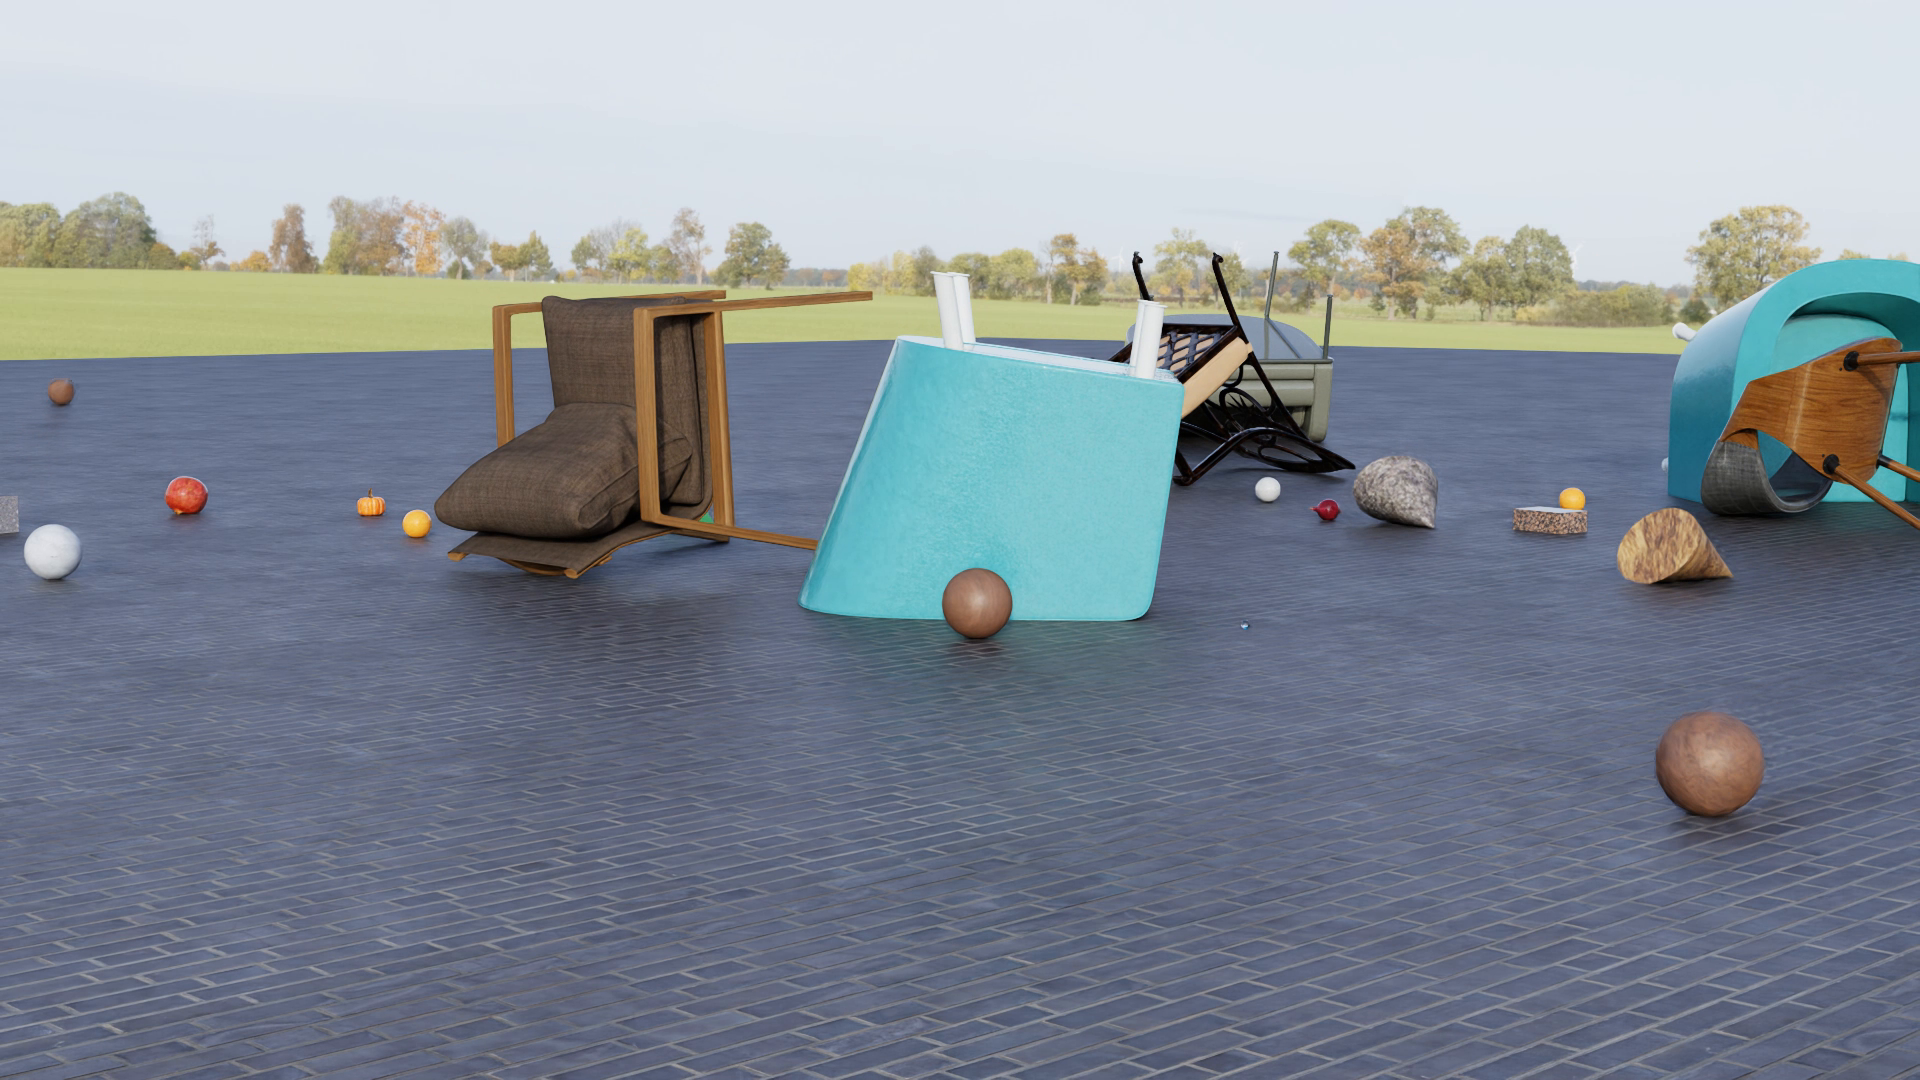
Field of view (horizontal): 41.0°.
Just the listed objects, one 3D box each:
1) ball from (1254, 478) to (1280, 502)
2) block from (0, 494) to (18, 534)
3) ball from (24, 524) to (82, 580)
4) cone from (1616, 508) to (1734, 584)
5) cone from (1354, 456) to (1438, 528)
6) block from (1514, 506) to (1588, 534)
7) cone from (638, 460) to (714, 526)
[{"bbox_3d":[0.896,-0.146,7.469,0.074,0.074,0.074,0,6,0],"label":"ball"},{"bbox_3d":[-2.526,-0.065,6.586,0.131,0.094,0.158,4,7,35],"label":"block"},{"bbox_3d":[-1.969,0.026,5.573,0.121,0.121,0.121,0,6,0],"label":"ball"},{"bbox_3d":[1.595,0.047,5.559,0.250,0.160,0.224,19,-27,-31],"label":"cone"},{"bbox_3d":[1.200,-0.083,6.765,0.294,0.196,0.195,17,25,-36],"label":"cone"},{"bbox_3d":[1.530,-0.052,6.651,0.103,0.054,0.157,-4,7,-35],"label":"block"},{"bbox_3d":[-0.759,-0.130,6.843,0.198,0.170,0.213,-6,8,-44],"label":"cone"}]
